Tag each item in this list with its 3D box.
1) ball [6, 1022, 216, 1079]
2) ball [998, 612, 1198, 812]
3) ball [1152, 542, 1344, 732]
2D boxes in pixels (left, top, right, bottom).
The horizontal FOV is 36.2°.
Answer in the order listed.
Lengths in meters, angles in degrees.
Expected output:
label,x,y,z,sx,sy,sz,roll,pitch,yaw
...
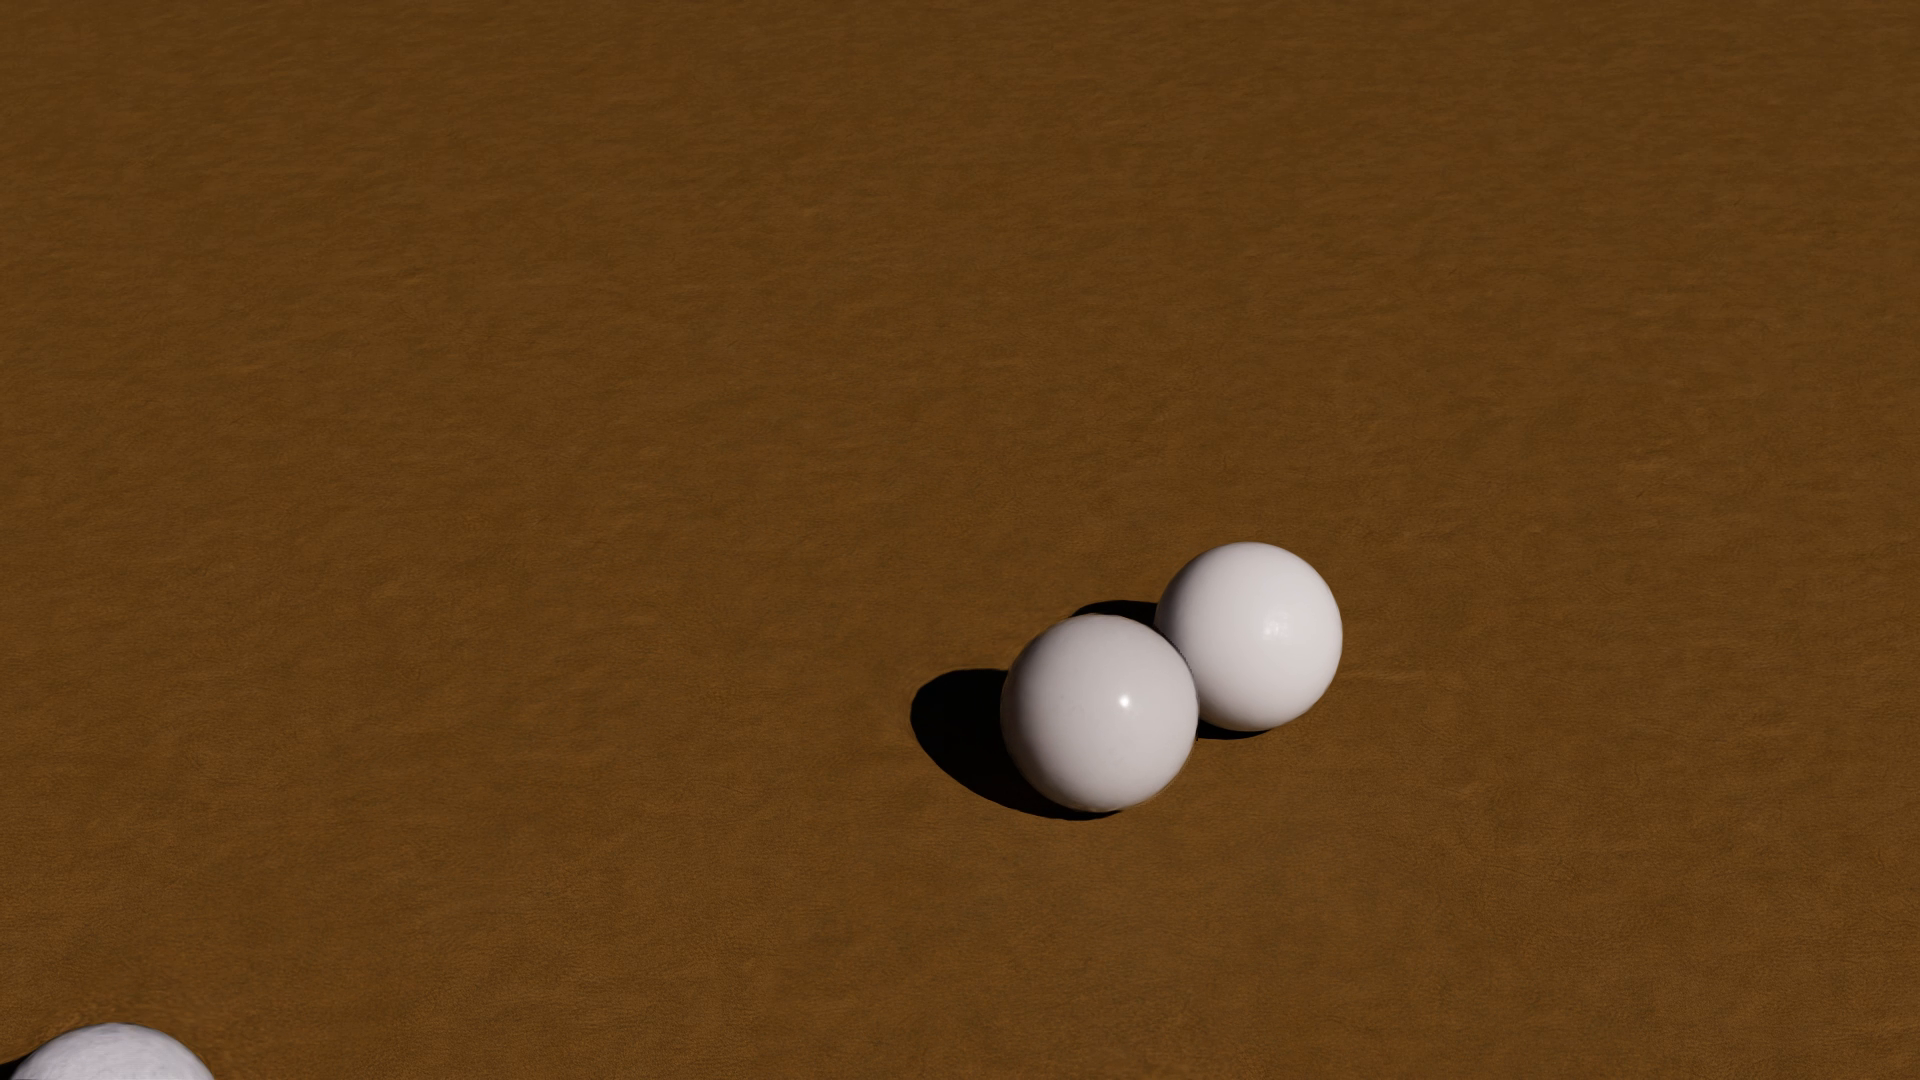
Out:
label,x,y,z,sx,sy,sz,roll,pitch,yaw
ball,-0.336,0.238,1.161,0.093,0.093,0.093,0,32,0
ball,0.066,0.083,1.406,0.095,0.095,0.095,0,32,0
ball,0.143,0.048,1.461,0.095,0.095,0.095,0,32,0
